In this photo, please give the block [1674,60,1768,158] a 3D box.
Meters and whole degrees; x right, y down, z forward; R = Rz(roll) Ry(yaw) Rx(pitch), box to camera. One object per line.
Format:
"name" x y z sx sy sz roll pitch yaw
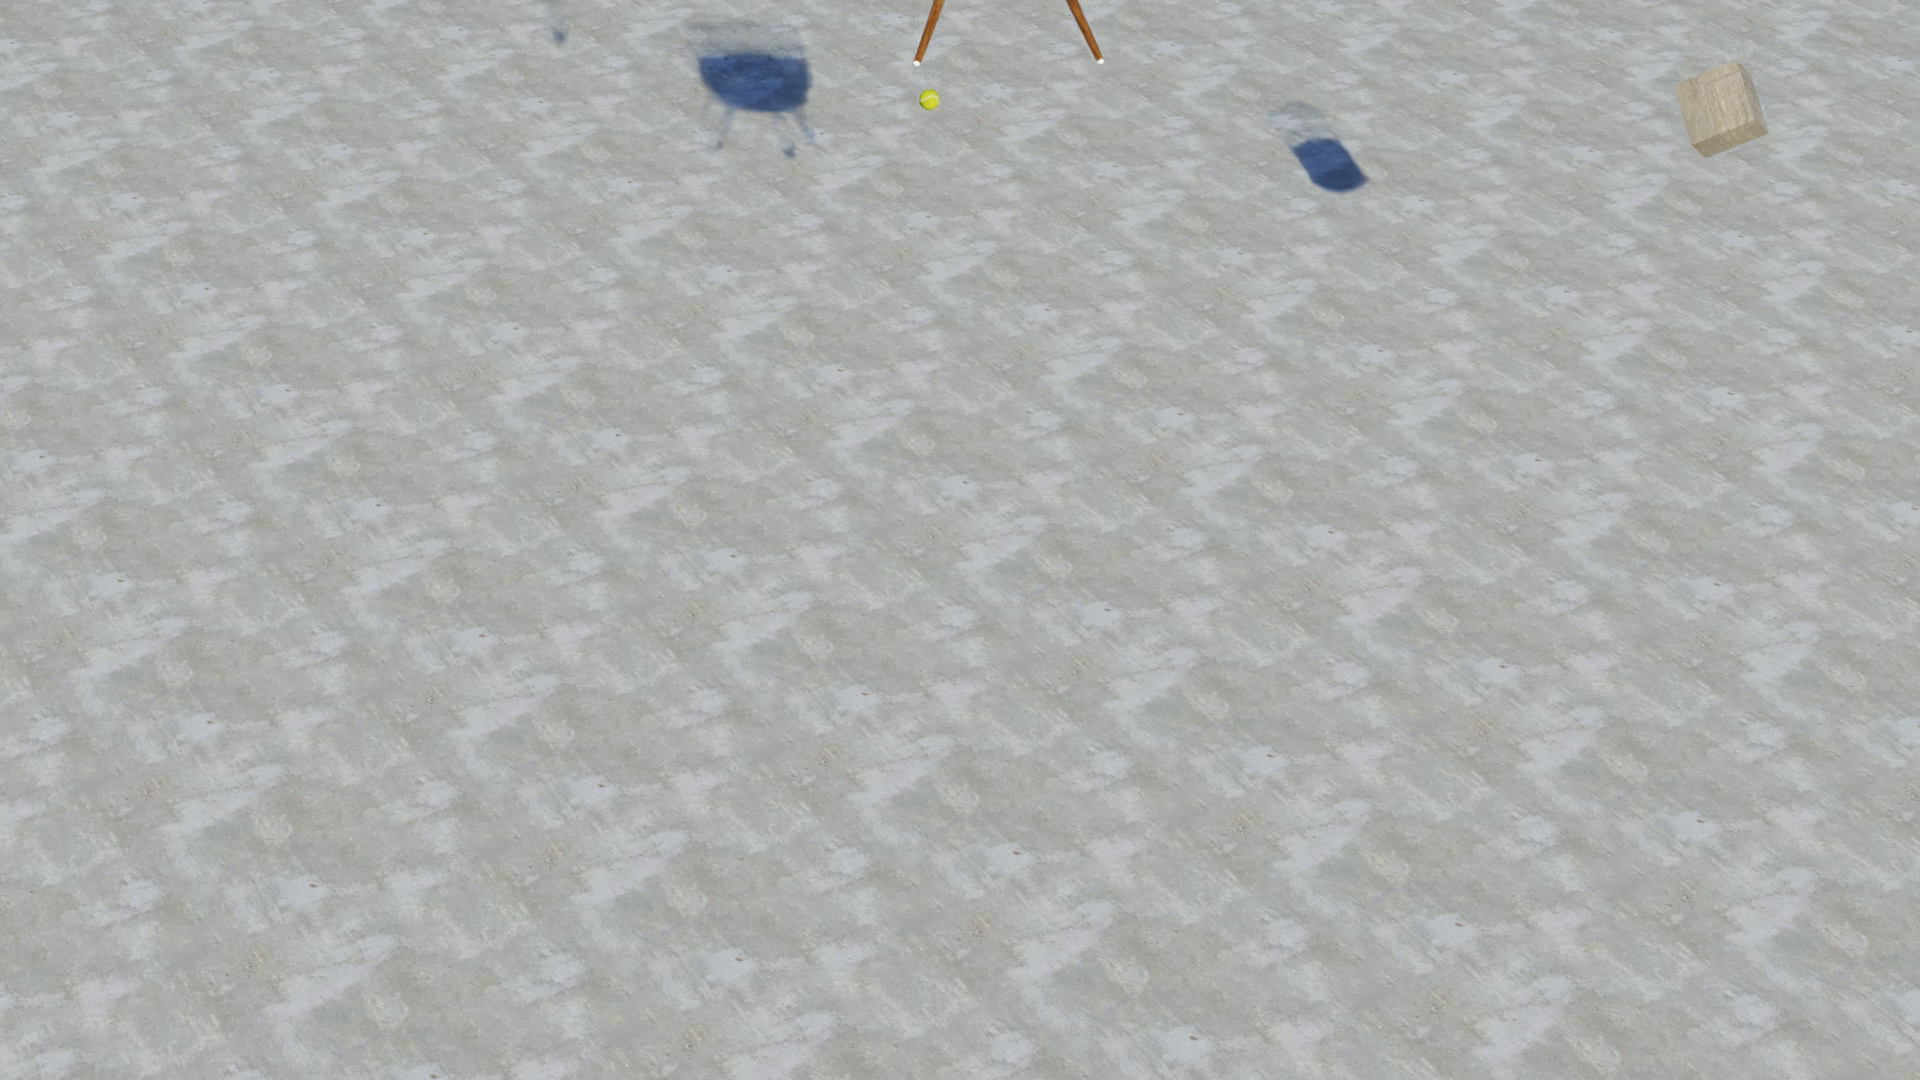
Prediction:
"block" 2.454 -1.389 9.454 0.213 0.219 0.148 -21 -21 28
